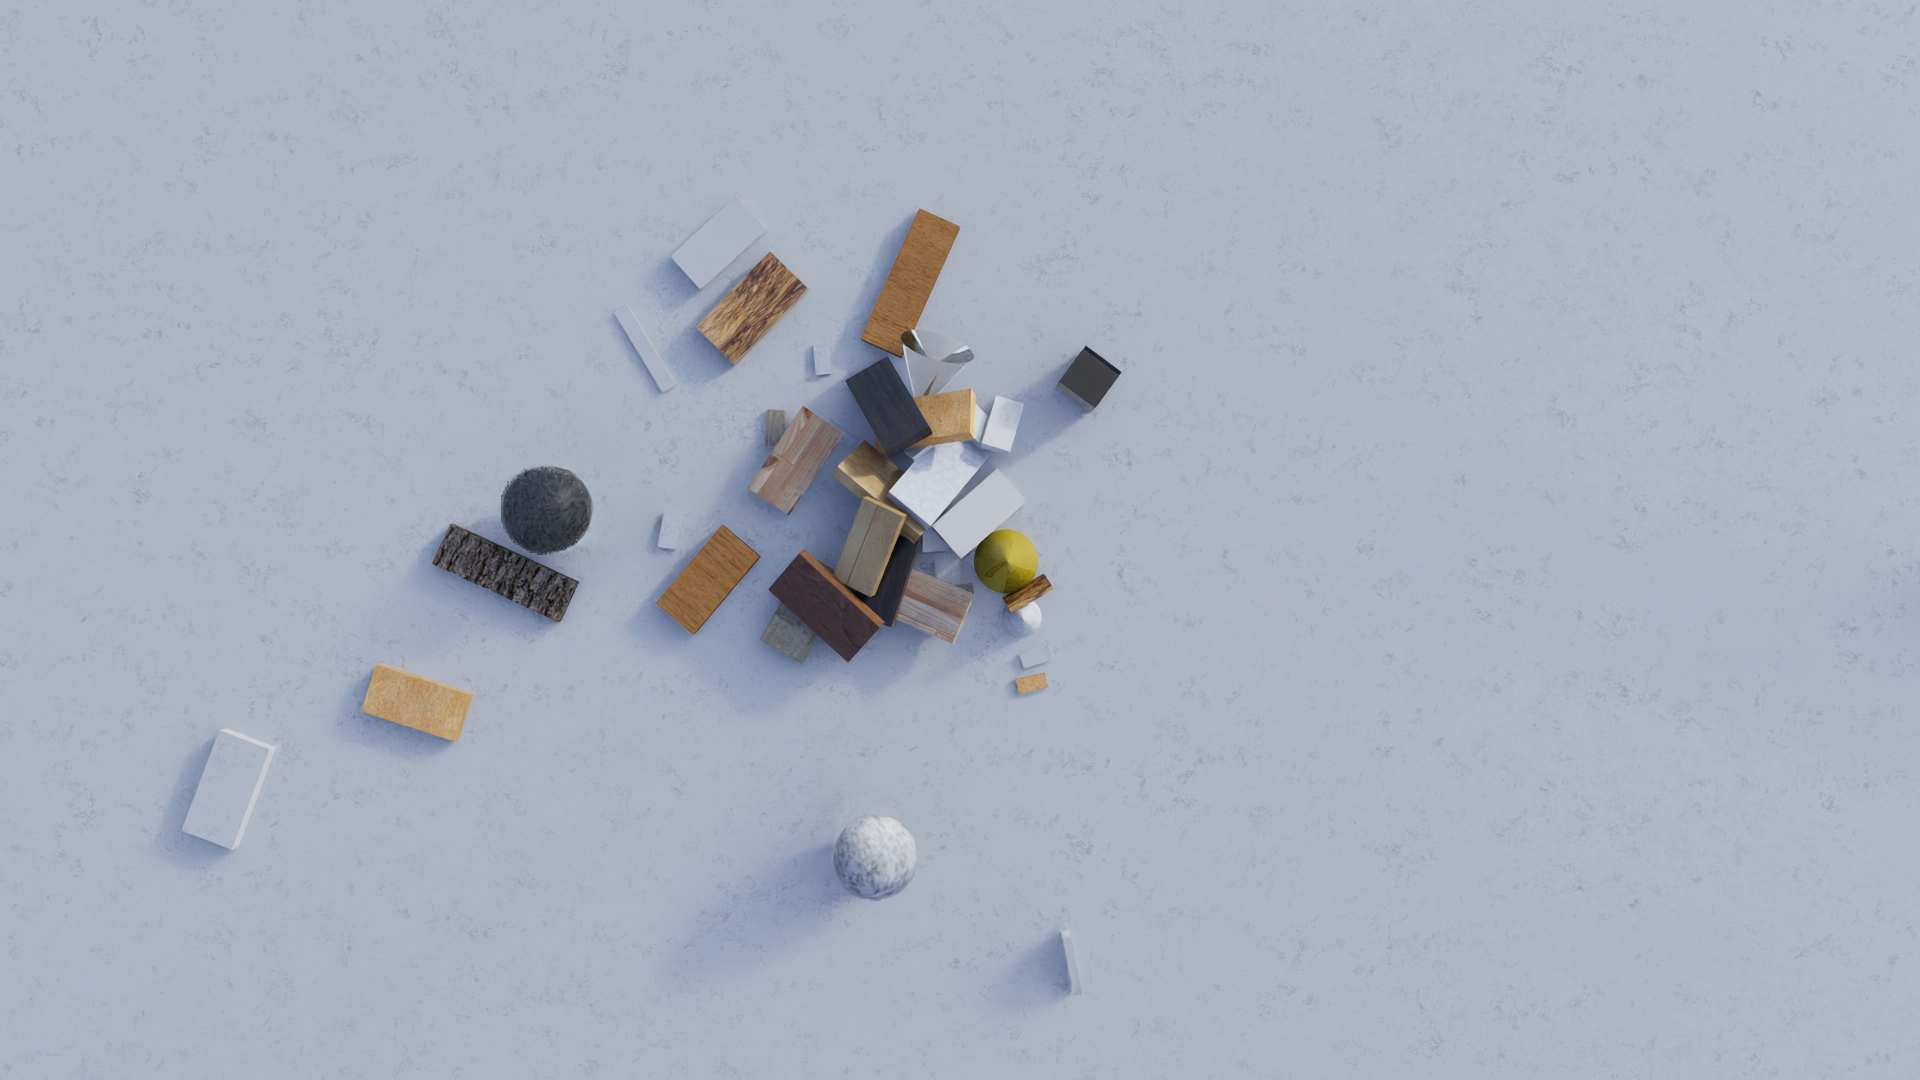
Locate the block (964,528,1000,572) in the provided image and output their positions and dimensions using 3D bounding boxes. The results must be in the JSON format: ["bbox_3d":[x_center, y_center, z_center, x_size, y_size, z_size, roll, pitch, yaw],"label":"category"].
[{"bbox_3d":[0.092,0.034,5.489,0.080,0.023,0.160,40,90,0],"label":"block"}]

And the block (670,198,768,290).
[{"bbox_3d":[-0.800,-0.983,5.479,0.295,0.042,0.148,-42,90,0],"label":"block"}]

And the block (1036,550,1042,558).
[{"bbox_3d":[0.182,0.082,5.488,0.087,0.025,0.174,45,90,0],"label":"block"}]

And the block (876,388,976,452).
[{"bbox_3d":[-0.113,-0.390,5.394,0.327,0.046,0.163,-7,62,18],"label":"block"}]

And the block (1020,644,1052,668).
[{"bbox_3d":[0.253,0.388,5.493,0.101,0.014,0.050,-19,90,0],"label":"block"}]

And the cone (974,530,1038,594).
[{"bbox_3d":[0.153,0.070,5.369,0.213,0.213,0.213,0,90,0],"label":"cone"}]

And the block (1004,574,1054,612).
[{"bbox_3d":[0.225,0.177,5.459,0.160,0.080,0.023,-31,118,0],"label":"block"}]

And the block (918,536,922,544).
[{"bbox_3d":[-0.158,-0.066,5.488,0.174,0.025,0.087,40,90,0],"label":"block"}]

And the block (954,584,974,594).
[{"bbox_3d":[-0.005,0.173,5.466,0.101,0.014,0.050,-6,90,3],"label":"block"}]

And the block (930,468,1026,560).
[{"bbox_3d":[0.061,-0.085,5.453,0.292,0.041,0.146,-41,90,-10],"label":"block"}]

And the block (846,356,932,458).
[{"bbox_3d":[-0.234,-0.436,5.397,0.163,0.046,0.327,-30,60,0],"label":"block"}]

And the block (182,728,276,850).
[{"bbox_3d":[-2.427,0.826,5.475,0.178,0.050,0.356,21,90,0],"label":"block"}]

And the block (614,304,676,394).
[{"bbox_3d":[-1.050,-0.638,5.493,0.050,0.014,0.318,-31,90,0],"label":"block"}]

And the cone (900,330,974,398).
[{"bbox_3d":[-0.108,-0.527,5.444,0.248,0.248,0.248,18,117,0],"label":"cone"}]

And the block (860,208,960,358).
[{"bbox_3d":[-0.165,-0.852,5.479,0.148,0.042,0.474,24,90,0],"label":"block"}]

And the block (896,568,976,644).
[{"bbox_3d":[-0.148,0.191,5.447,0.356,0.050,0.178,23,90,9],"label":"block"}]

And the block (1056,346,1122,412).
[{"bbox_3d":[0.424,-0.530,5.427,0.146,0.146,0.146,36,90,0],"label":"block"}]

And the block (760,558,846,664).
[{"bbox_3d":[-0.512,0.229,5.477,0.162,0.046,0.324,30,90,0],"label":"block"}]

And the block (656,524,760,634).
[{"bbox_3d":[-0.835,0.132,5.477,0.162,0.046,0.339,40,90,0],"label":"block"}]

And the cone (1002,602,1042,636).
[{"bbox_3d":[0.206,0.257,5.434,0.132,0.132,0.132,0,90,0],"label":"cone"}]

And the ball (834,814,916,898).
[{"bbox_3d":[-0.275,1.030,5.366,0.269,0.269,0.269,0,90,0],"label":"ball"}]

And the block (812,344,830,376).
[{"bbox_3d":[-0.459,-0.601,5.493,0.050,0.014,0.101,-5,90,0],"label":"block"}]

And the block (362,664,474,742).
[{"bbox_3d":[-1.801,0.539,5.477,0.324,0.046,0.162,18,90,0],"label":"block"}]

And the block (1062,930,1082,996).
[{"bbox_3d":[0.369,1.397,5.452,0.027,0.097,0.193,-11,90,1],"label":"block"}]

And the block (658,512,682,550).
[{"bbox_3d":[-0.966,-0.032,5.492,0.060,0.017,0.120,10,90,0],"label":"block"}]

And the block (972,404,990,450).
[{"bbox_3d":[0.038,-0.397,5.457,0.194,0.027,0.097,47,60,4],"label":"block"}]

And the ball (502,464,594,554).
[{"bbox_3d":[-1.338,-0.100,5.357,0.287,0.287,0.287,0,90,0],"label":"ball"}]

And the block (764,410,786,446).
[{"bbox_3d":[-0.616,-0.373,5.492,0.060,0.017,0.120,4,90,0],"label":"block"}]

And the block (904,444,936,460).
[{"bbox_3d":[-0.121,-0.313,5.402,0.120,0.017,0.060,-38,46,-11],"label":"block"}]

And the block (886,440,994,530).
[{"bbox_3d":[-0.065,-0.219,5.410,0.175,0.050,0.350,40,68,0],"label":"block"}]

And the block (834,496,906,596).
[{"bbox_3d":[-0.295,0.021,5.353,0.146,0.041,0.292,26,106,13],"label":"block"}]

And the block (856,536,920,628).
[{"bbox_3d":[-0.247,0.124,5.419,0.148,0.042,0.295,18,89,9],"label":"block"}]

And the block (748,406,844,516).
[{"bbox_3d":[-0.543,-0.263,5.464,0.163,0.046,0.327,34,93,-3],"label":"block"}]

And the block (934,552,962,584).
[{"bbox_3d":[-0.039,0.128,5.488,0.087,0.025,0.174,-3,90,0],"label":"block"}]

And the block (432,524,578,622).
[{"bbox_3d":[-1.509,0.109,5.479,0.460,0.041,0.146,25,90,0],"label":"block"}]

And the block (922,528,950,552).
[{"bbox_3d":[-0.046,-0.006,5.471,0.160,0.023,0.080,-3,98,-8],"label":"block"}]

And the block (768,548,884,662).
[{"bbox_3d":[-0.437,0.215,5.394,0.355,0.050,0.178,42,115,0],"label":"block"}]

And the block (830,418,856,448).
[{"bbox_3d":[-0.404,-0.354,5.493,0.101,0.014,0.050,38,90,0],"label":"block"}]

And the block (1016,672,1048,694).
[{"bbox_3d":[0.239,0.477,5.493,0.101,0.014,0.050,-12,90,0],"label":"block"}]

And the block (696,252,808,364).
[{"bbox_3d":[-0.688,-0.768,5.475,0.175,0.050,0.350,44,90,0],"label":"block"}]

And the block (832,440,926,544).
[{"bbox_3d":[-0.233,-0.160,5.420,0.350,0.050,0.175,40,45,0],"label":"block"}]

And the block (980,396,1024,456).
[{"bbox_3d":[0.140,-0.379,5.443,0.097,0.027,0.194,17,62,0],"label":"block"}]
